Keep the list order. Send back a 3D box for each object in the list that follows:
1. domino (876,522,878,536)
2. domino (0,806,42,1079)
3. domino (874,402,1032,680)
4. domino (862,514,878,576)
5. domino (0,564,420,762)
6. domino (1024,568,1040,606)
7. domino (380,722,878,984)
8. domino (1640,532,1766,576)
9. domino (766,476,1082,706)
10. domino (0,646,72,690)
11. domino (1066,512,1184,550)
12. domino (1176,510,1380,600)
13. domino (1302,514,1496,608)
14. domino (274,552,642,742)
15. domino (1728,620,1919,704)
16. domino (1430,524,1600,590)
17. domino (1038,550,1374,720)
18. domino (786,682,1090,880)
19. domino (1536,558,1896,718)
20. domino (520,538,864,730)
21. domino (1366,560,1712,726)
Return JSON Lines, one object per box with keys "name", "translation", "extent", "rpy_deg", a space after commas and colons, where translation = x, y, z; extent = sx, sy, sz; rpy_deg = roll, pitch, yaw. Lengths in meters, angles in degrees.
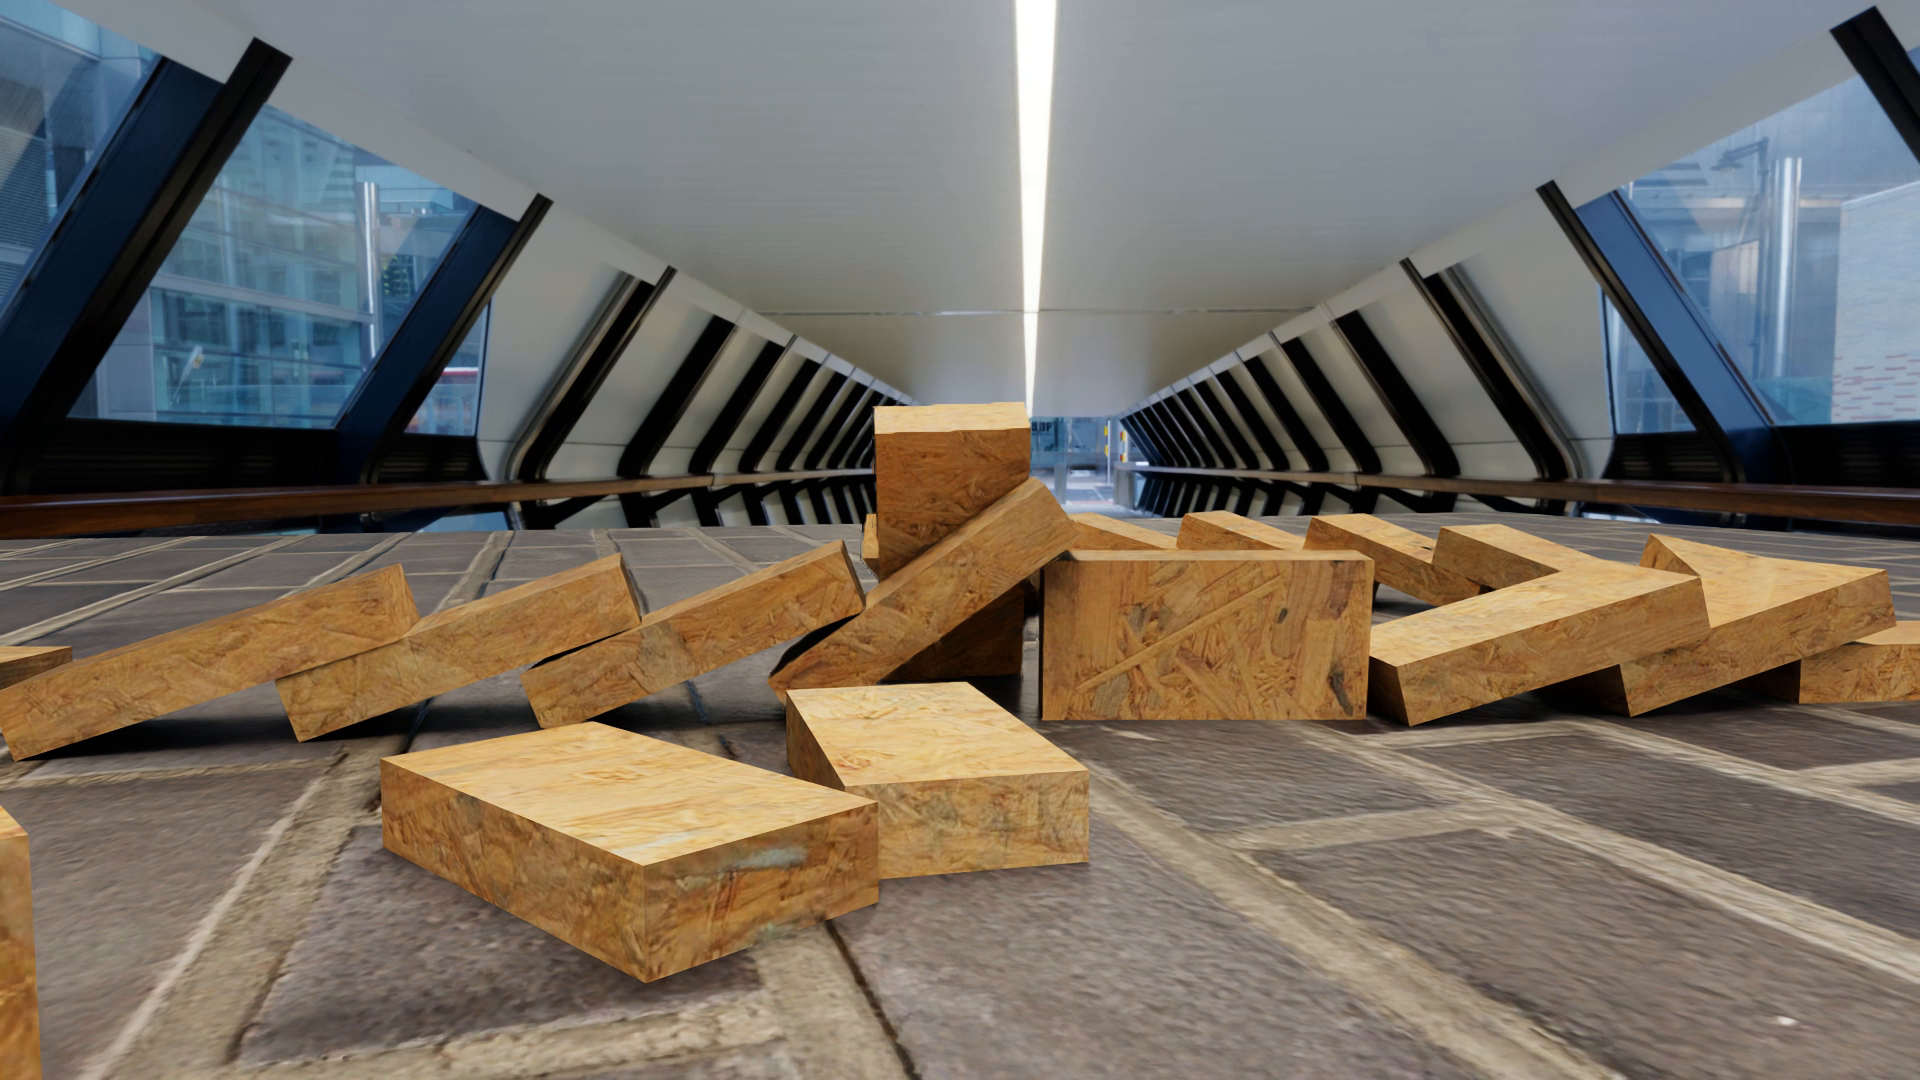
{"name": "domino", "translation": [-0.002, 0.006, 0.251], "extent": [0.025, 0.009, 0.050], "rpy_deg": [0, -30, 2]}
{"name": "domino", "translation": [-0.063, 0.025, 0.073], "extent": [0.050, 0.025, 0.010], "rpy_deg": [4, 6, 44]}
{"name": "domino", "translation": [-0.002, 0.001, 0.222], "extent": [0.025, 0.050, 0.009], "rpy_deg": [-2, 32, -4]}
{"name": "domino", "translation": [-0.003, 0.007, 0.285], "extent": [0.025, 0.009, 0.050], "rpy_deg": [1, -18, 13]}
{"name": "domino", "translation": [-0.108, 0.017, 0.189], "extent": [0.050, 0.010, 0.025], "rpy_deg": [-18, 9, -14]}
{"name": "domino", "translation": [0.006, 0.006, 0.317], "extent": [0.025, 0.009, 0.050], "rpy_deg": [1, -14, 13]}
{"name": "domino", "translation": [-0.034, 0.028, 0.127], "extent": [0.050, 0.009, 0.025], "rpy_deg": [4, 6, 43]}
{"name": "domino", "translation": [0.165, 0.011, 0.274], "extent": [0.025, 0.009, 0.050], "rpy_deg": [13, 16, 12]}
{"name": "domino", "translation": [-0.005, 0.009, 0.200], "extent": [0.050, 0.009, 0.025], "rpy_deg": [-35, 5, 3]}
{"name": "domino", "translation": [-0.157, 0.024, 0.185], "extent": [0.025, 0.009, 0.050], "rpy_deg": [0, 4, 0]}
{"name": "domino", "translation": [0.055, 0.004, 0.370], "extent": [0.050, 0.010, 0.025], "rpy_deg": [18, 12, 25]}
{"name": "domino", "translation": [0.088, 0.004, 0.355], "extent": [0.050, 0.010, 0.025], "rpy_deg": [23, 17, 34]}
{"name": "domino", "translation": [0.118, 0.006, 0.334], "extent": [0.025, 0.010, 0.050], "rpy_deg": [-4, 22, -40]}
{"name": "domino", "translation": [-0.076, 0.015, 0.200], "extent": [0.050, 0.010, 0.025], "rpy_deg": [-19, 9, -12]}
{"name": "domino", "translation": [0.161, 0.021, 0.226], "extent": [0.050, 0.010, 0.025], "rpy_deg": [-1, 4, -7]}
{"name": "domino", "translation": [0.141, 0.009, 0.304], "extent": [0.025, 0.009, 0.050], "rpy_deg": [-2, 20, -35]}
{"name": "domino", "translation": [0.038, 0.015, 0.201], "extent": [0.050, 0.025, 0.009], "rpy_deg": [0, 10, -1]}
{"name": "domino", "translation": [-0.005, 0.026, 0.152], "extent": [0.025, 0.010, 0.050], "rpy_deg": [-1, 4, -14]}
{"name": "domino", "translation": [0.124, 0.015, 0.215], "extent": [0.050, 0.009, 0.025], "rpy_deg": [-16, 7, -9]}
{"name": "domino", "translation": [-0.040, 0.014, 0.200], "extent": [0.050, 0.010, 0.025], "rpy_deg": [-21, 6, -3]}
{"name": "domino", "translation": [0.089, 0.016, 0.207], "extent": [0.050, 0.010, 0.025], "rpy_deg": [-15, 7, -5]}
